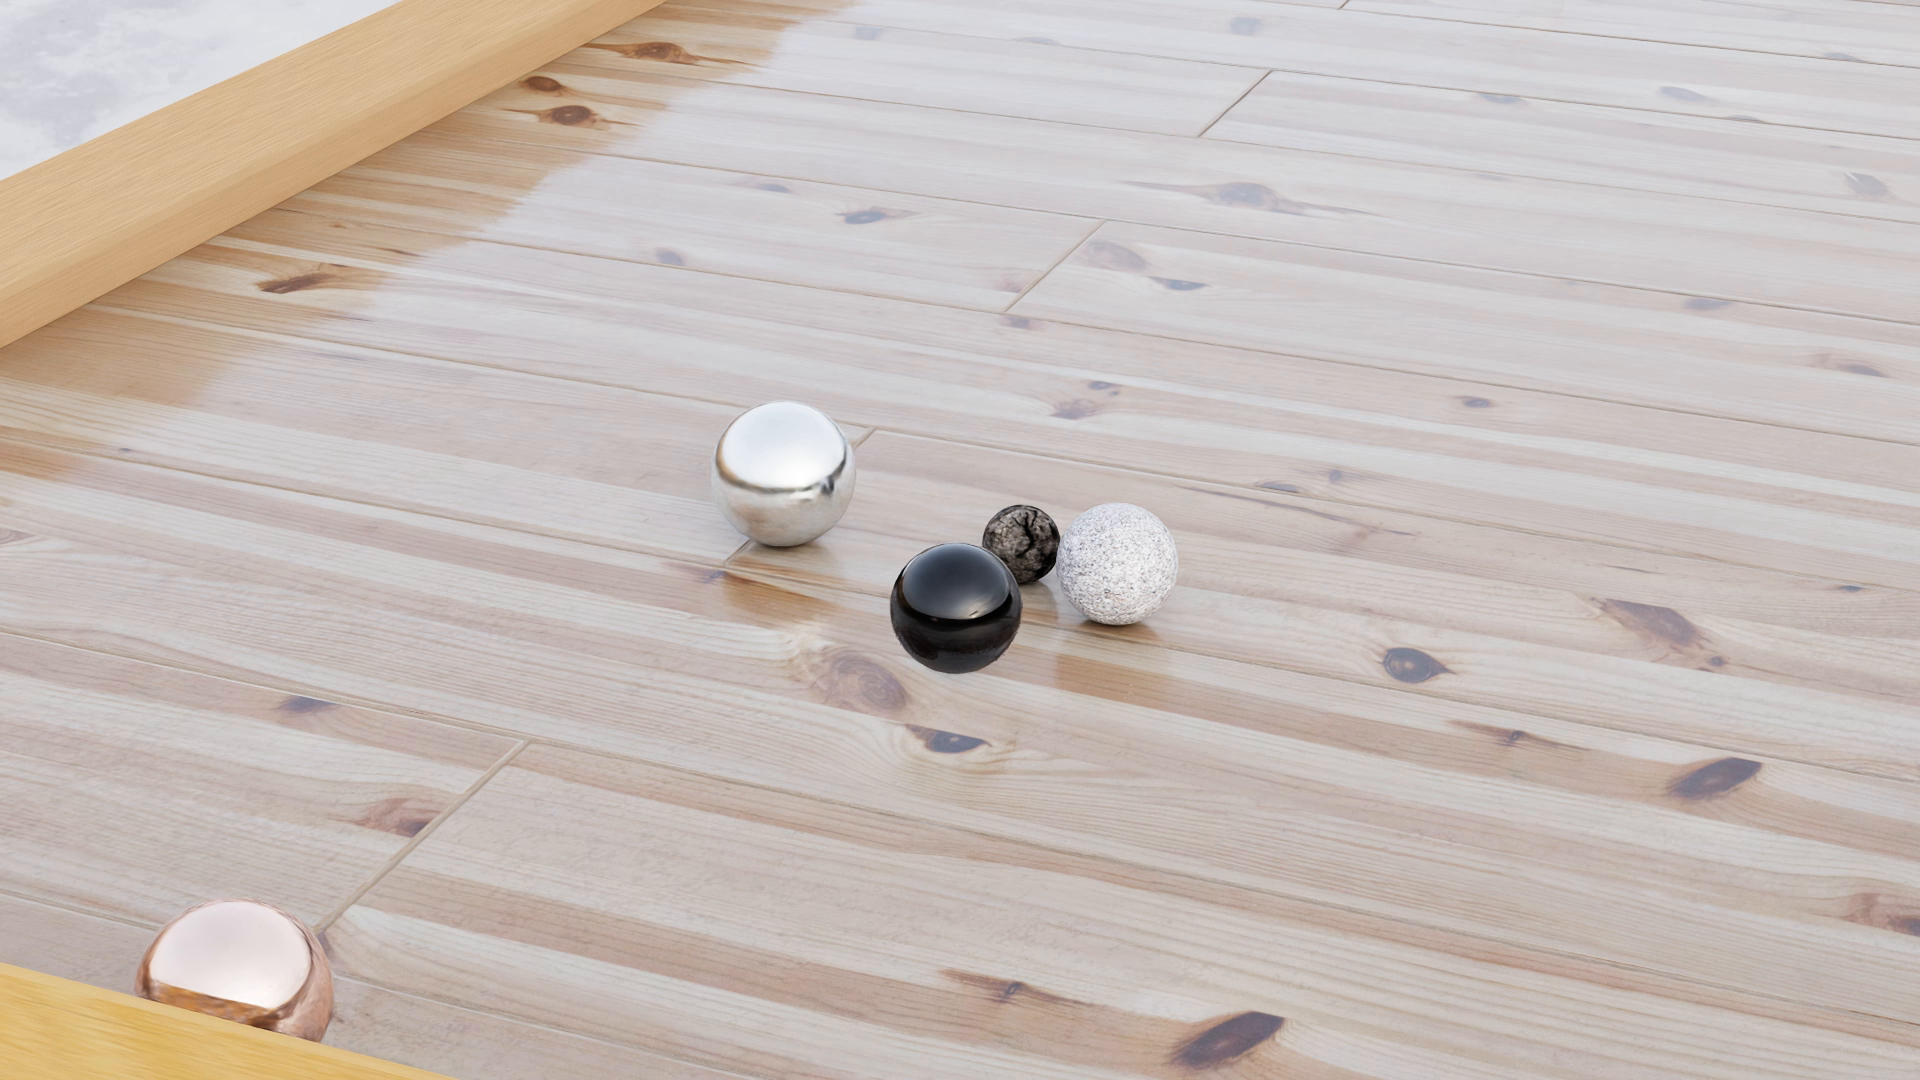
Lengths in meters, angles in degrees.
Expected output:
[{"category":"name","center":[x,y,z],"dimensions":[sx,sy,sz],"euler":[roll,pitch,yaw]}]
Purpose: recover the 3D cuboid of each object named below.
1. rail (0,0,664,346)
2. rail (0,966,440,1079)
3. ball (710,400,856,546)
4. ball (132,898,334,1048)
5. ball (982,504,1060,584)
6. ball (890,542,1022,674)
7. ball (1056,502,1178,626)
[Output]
[{"category":"rail","center":[-0.483,-0.449,2.761],"dimensions":[0.045,0.125,2.960],"euler":[10,27,20]},{"category":"rail","center":[-0.269,0.254,1.259],"dimensions":[1.690,0.125,0.045],"euler":[10,27,20]},{"category":"ball","center":[-0.116,-0.044,1.931],"dimensions":[0.096,0.096,0.096],"euler":[0,25,0]},{"category":"ball","center":[-0.341,0.215,1.384],"dimensions":[0.092,0.092,0.092],"euler":[0,25,0]},{"category":"ball","center":[0.039,0.003,1.886],"dimensions":[0.051,0.051,0.051],"euler":[0,25,0]},{"category":"ball","center":[-0.003,0.041,1.770],"dimensions":[0.080,0.080,0.080],"euler":[0,25,0]},{"category":"ball","center":[0.098,0.015,1.829],"dimensions":[0.077,0.077,0.077],"euler":[0,25,0]}]
